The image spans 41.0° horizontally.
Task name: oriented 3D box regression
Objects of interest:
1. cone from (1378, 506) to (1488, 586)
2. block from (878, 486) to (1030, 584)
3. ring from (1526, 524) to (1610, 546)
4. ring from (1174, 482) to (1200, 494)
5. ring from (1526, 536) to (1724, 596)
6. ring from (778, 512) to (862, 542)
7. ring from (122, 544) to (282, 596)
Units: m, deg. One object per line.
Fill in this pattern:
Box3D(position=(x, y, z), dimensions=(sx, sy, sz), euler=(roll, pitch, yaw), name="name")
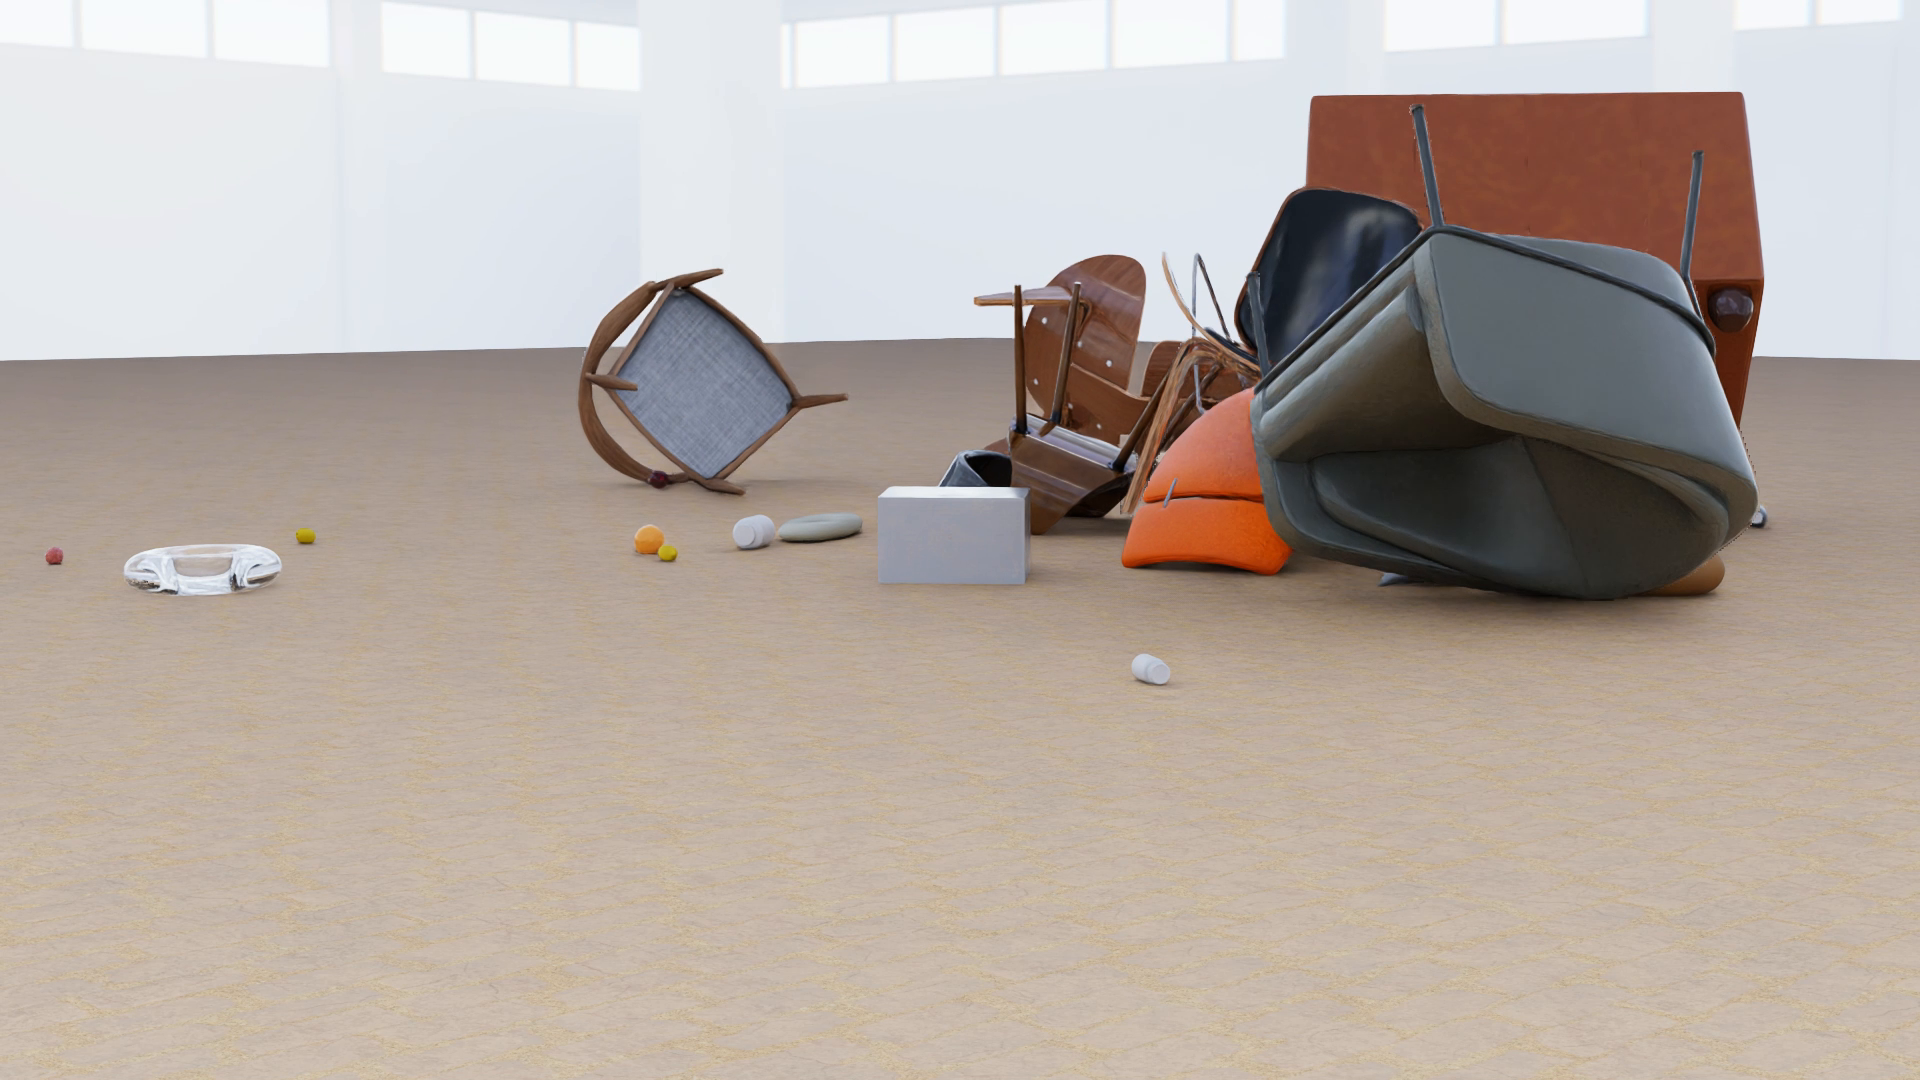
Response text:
Box3D(position=(0.970, 0.052, 5.493), dimensions=(0.205, 0.175, 0.275), euler=(-30, 4, -24), name="cone")
Box3D(position=(-0.009, -0.013, 5.632), dimensions=(0.315, 0.185, 0.275), euler=(0, 6, 4), name="block")
Box3D(position=(1.470, -0.005, 6.195), dimensions=(0.217, 0.056, 0.125), euler=(3, 8, 38), name="ring")
Box3D(position=(0.688, -0.156, 7.772), dimensions=(0.067, 0.032, 0.111), euler=(-2, 7, -31), name="ring")
Box3D(position=(1.395, 0.054, 5.390), dimensions=(0.413, 0.104, 0.266), euler=(4, 8, 28), name="ring")
Box3D(position=(-0.352, -0.033, 6.500), dimensions=(0.168, 0.048, 0.387), euler=(1, 6, 19), name="ring")
Box3D(position=(-1.596, 0.062, 5.410), dimensions=(0.324, 0.084, 0.328), euler=(-4, 7, -30), name="ring")
